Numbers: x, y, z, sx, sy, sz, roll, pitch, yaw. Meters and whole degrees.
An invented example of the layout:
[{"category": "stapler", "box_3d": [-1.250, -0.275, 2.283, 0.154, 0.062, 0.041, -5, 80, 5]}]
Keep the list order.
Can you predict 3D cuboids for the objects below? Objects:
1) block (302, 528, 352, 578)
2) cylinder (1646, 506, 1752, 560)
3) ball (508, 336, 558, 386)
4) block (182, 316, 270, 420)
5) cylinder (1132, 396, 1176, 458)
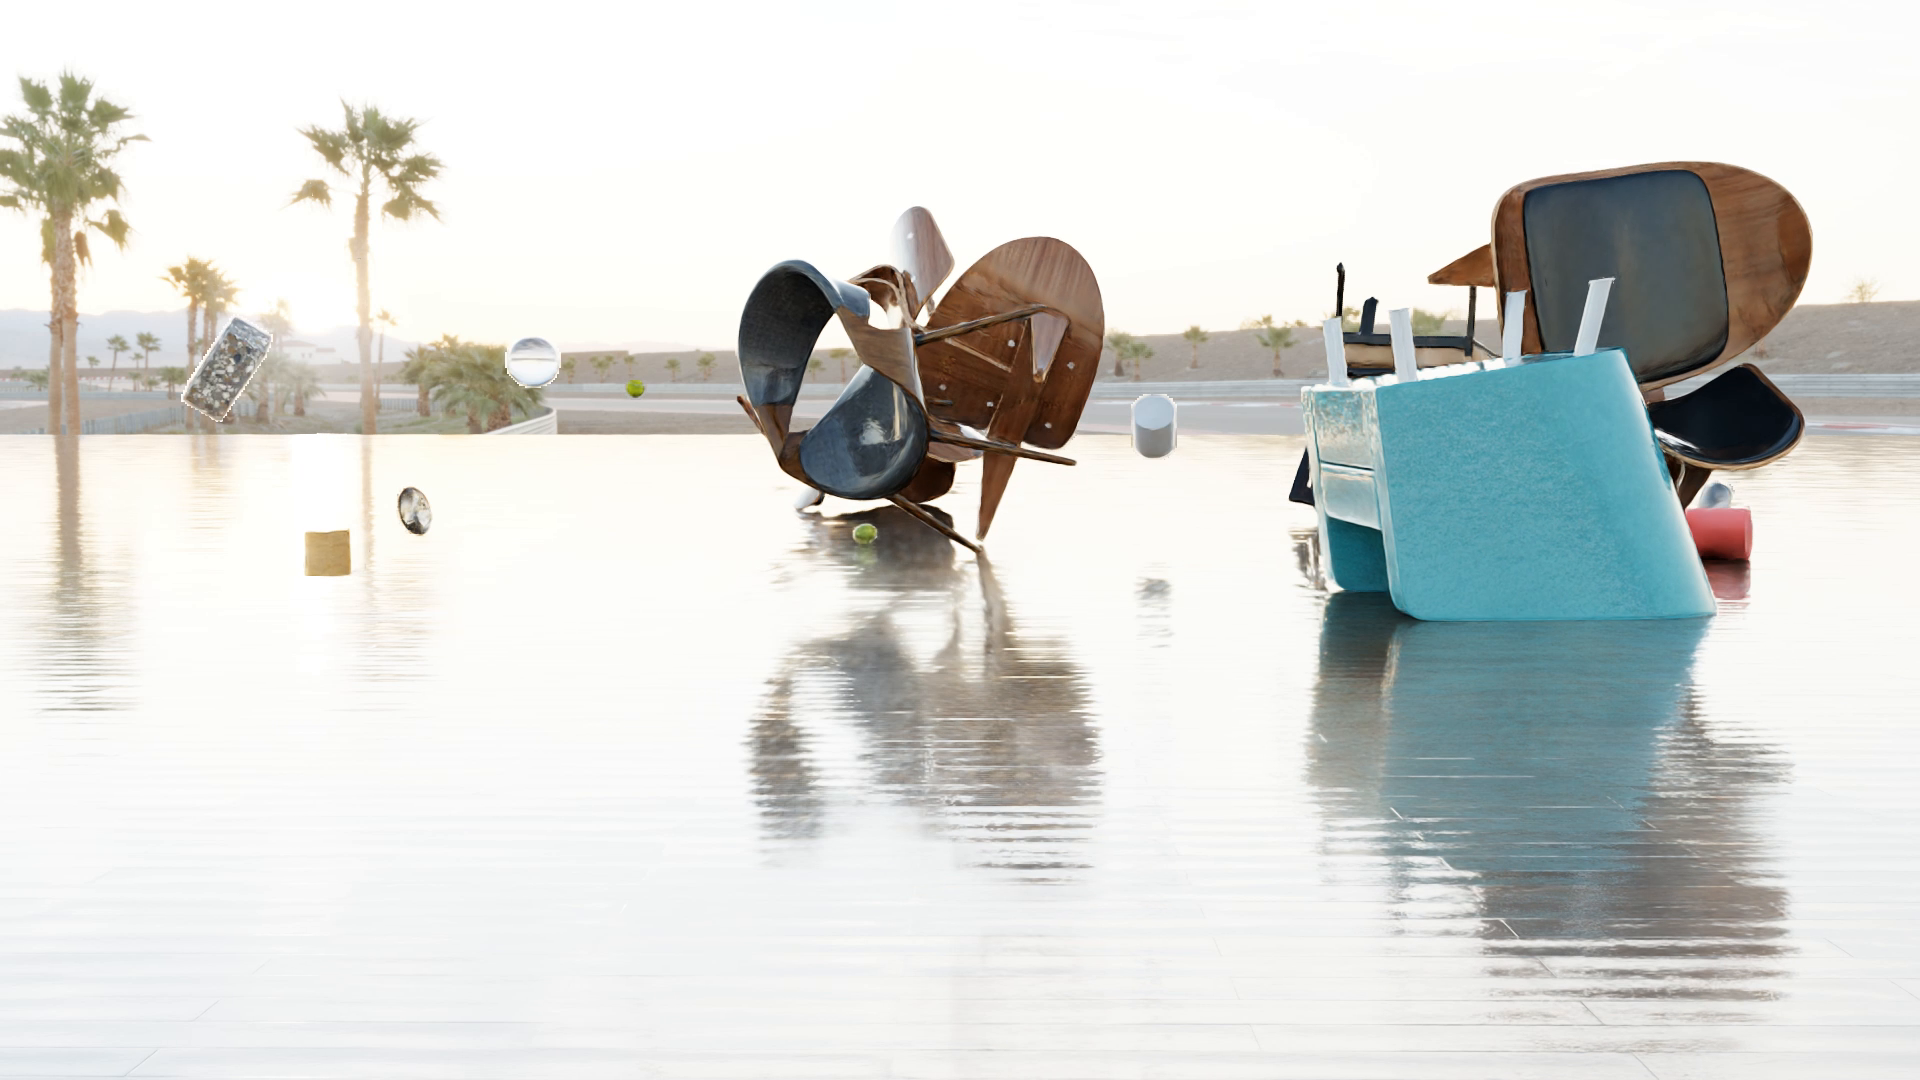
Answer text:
[{"category": "block", "box_3d": [-1.519, 0.031, 5.279, 0.069, 0.111, 0.094, 1, 4, 17]}, {"category": "cylinder", "box_3d": [1.963, -0.019, 5.828, 0.241, 0.129, 0.252, 2, -7, 25]}, {"category": "ball", "box_3d": [-1.588, -0.667, 8.183, 0.188, 0.188, 0.188, 0, 4, 0]}, {"category": "block", "box_3d": [-1.802, -0.424, 5.410, 0.099, 0.209, 0.127, 33, 14, -22]}, {"category": "cylinder", "box_3d": [0.699, -0.406, 7.921, 0.150, 0.155, 0.175, 13, -32, 14]}]
